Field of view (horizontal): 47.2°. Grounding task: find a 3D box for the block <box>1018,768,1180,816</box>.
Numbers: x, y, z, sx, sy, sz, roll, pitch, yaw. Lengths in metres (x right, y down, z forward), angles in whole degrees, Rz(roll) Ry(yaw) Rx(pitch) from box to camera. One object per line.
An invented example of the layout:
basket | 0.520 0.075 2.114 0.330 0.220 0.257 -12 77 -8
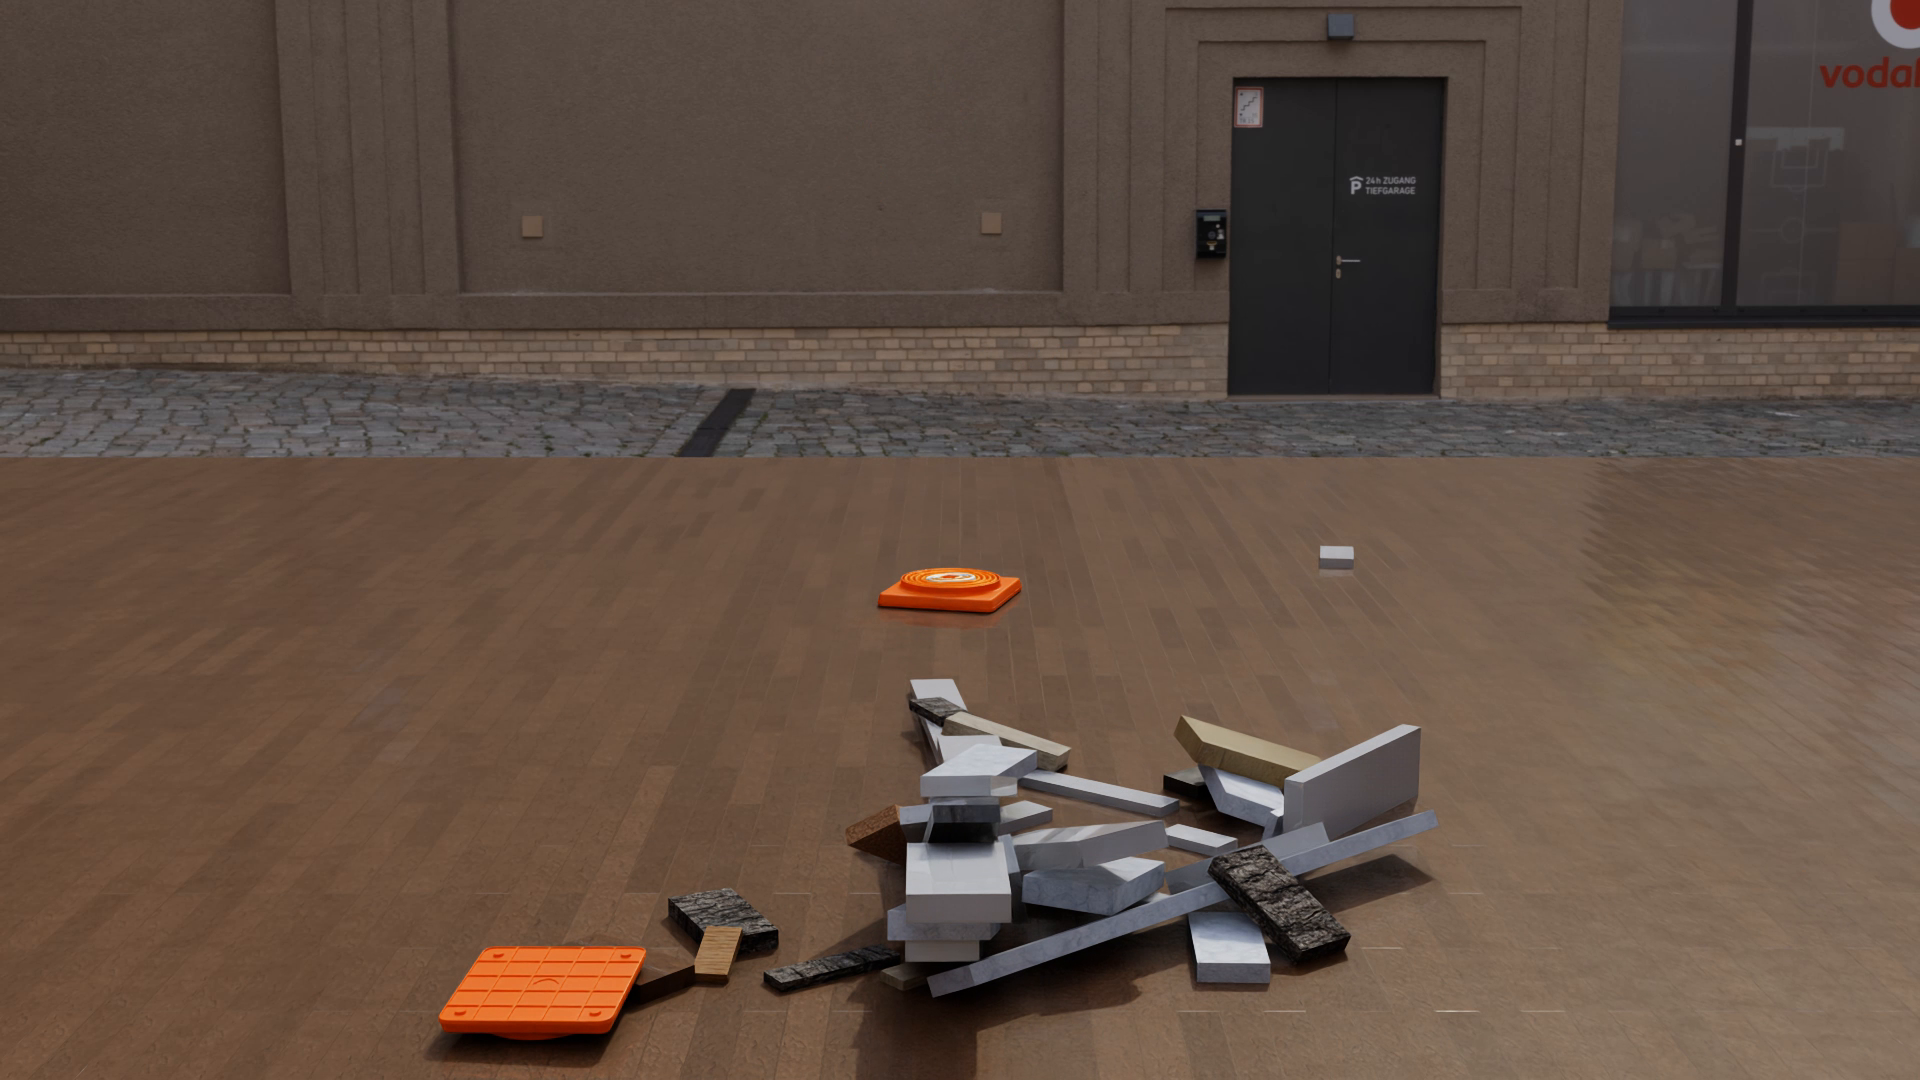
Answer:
block | 0.262 0.482 4.202 0.330 0.018 0.065 8 13 37

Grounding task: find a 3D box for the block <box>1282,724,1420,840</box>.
block | 0.724 0.454 4.037 0.038 0.134 0.458 8 13 37

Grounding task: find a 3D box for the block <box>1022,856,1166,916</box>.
block | 0.220 0.553 3.564 0.148 0.042 0.297 5 2 21

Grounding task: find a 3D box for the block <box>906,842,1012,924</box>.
block | -0.005 0.505 3.257 0.149 0.042 0.298 0 6 -1

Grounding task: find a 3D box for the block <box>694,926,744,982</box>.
block | -0.368 0.627 3.332 0.055 0.016 0.111 1 29 7

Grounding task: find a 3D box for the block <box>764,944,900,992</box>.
block | -0.192 0.646 3.322 0.206 0.016 0.055 -7 13 -33

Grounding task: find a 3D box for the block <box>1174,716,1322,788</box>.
block | 0.567 0.417 4.187 0.297 0.042 0.148 18 11 -14

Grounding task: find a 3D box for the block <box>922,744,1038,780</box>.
block | 0.037 0.420 3.979 0.120 0.034 0.239 5 11 25

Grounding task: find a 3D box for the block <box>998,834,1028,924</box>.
block | 0.084 0.540 3.496 0.021 0.146 0.073 -13 48 -3

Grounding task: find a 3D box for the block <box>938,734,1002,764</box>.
block | 0.024 0.418 4.200 0.120 0.034 0.239 -1 9 -4

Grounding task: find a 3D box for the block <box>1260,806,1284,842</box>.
block | 0.591 0.505 3.942 0.018 0.065 0.130 30 27 35

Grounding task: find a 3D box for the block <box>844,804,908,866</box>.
block | -0.082 0.487 3.570 0.103 0.029 0.206 -29 -35 25

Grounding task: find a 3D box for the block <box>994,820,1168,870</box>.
block | 0.164 0.501 3.583 0.149 0.042 0.463 -10 -5 -24

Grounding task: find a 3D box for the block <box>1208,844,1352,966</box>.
block | 0.499 0.569 3.443 0.109 0.031 0.218 -8 39 -37

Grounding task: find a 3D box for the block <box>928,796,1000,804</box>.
block | 0.003 0.489 3.806 0.117 0.033 0.235 0 -20 -2

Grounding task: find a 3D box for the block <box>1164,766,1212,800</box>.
block | 0.500 0.464 4.274 0.193 0.027 0.097 -8 13 -37

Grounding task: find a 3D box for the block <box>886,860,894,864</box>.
block | -0.041 0.504 3.728 0.117 0.033 0.235 -2 -19 -18

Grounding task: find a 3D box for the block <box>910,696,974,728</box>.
block | -0.040 0.361 4.625 0.073 0.021 0.180 -4 9 -22

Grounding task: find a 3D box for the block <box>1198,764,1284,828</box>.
block | 0.530 0.465 4.097 0.134 0.038 0.267 19 11 -6

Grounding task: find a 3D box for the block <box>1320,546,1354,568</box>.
block | 1.114 0.050 6.502 0.097 0.027 0.194 2 11 9

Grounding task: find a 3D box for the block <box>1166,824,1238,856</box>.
block | 0.422 0.535 3.916 0.130 0.018 0.065 9 14 40

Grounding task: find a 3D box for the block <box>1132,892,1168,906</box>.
block | 0.312 0.592 3.618 0.098 0.014 0.049 9 14 40

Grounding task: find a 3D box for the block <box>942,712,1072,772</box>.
block | 0.093 0.402 4.390 0.239 0.034 0.120 17 7 14

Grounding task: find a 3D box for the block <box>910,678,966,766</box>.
block | -0.020 0.395 4.561 0.097 0.027 0.879 -1 9 -6

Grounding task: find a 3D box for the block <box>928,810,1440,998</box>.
block | 0.390 0.569 3.520 1.054 0.031 0.109 -10 -12 -39

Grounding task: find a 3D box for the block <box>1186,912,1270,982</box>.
block | 0.412 0.626 3.390 0.109 0.031 0.218 0 11 2

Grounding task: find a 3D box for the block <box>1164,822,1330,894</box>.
block | 0.484 0.535 3.704 0.267 0.038 0.134 -9 -13 -41

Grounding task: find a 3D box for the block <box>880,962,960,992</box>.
block | -0.059 0.649 3.306 0.111 0.016 0.055 -9 14 -39

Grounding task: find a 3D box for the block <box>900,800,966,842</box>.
block | -0.027 0.473 3.500 0.103 0.029 0.206 -8 -31 6

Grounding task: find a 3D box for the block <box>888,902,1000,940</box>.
block | -0.021 0.575 3.326 0.149 0.042 0.298 -1 -7 4

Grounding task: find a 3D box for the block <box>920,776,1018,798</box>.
block | 0.017 0.416 3.708 0.117 0.033 0.235 -2 -8 12

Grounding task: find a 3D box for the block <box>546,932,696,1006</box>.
block | -0.511 0.642 3.306 0.214 0.030 0.107 9 14 40

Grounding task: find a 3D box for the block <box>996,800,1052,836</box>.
block | 0.094 0.511 4.039 0.146 0.021 0.073 -10 14 -42

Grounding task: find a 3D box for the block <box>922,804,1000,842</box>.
block | -0.003 0.470 3.440 0.103 0.029 0.206 1 -31 -8

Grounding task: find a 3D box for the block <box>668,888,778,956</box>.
block | -0.378 0.607 3.493 0.107 0.030 0.214 -5 12 -26

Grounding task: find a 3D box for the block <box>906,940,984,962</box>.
block | -0.021 0.607 3.284 0.107 0.030 0.214 -1 -7 3
